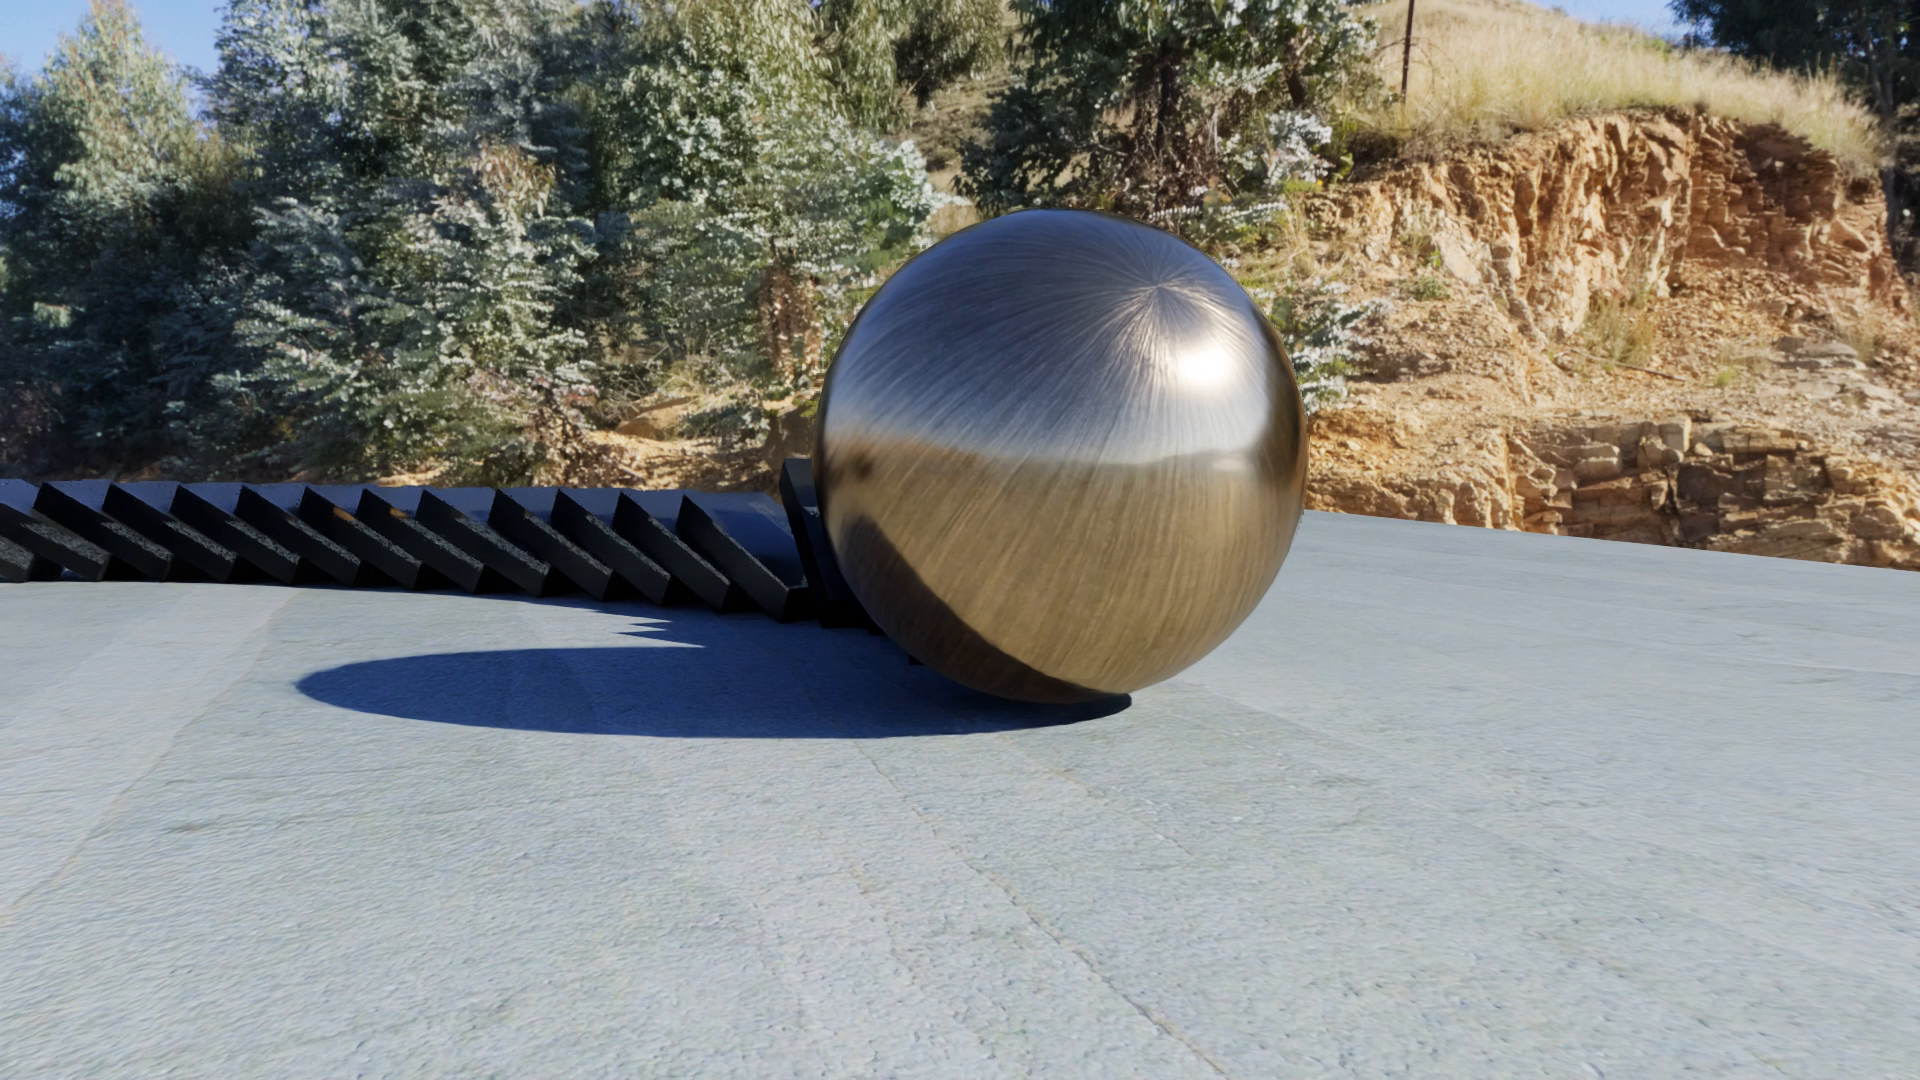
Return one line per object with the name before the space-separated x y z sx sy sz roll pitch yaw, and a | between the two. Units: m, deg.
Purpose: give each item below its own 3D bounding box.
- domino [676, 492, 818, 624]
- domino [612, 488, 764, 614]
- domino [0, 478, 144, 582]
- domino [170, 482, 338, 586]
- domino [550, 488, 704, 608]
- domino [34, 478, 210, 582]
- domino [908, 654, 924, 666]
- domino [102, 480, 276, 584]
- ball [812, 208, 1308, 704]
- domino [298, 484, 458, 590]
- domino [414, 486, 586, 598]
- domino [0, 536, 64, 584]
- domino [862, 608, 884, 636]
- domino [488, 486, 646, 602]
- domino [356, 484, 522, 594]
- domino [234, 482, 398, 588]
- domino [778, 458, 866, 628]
domino | -0.048 0.003 0.326 0.025 0.010 0.050 -4 31 -44
domino | -0.067 0.002 0.341 0.050 0.010 0.025 34 24 34
domino | -0.286 -0.003 0.406 0.050 0.009 0.025 27 4 -1
domino | -0.217 -0.003 0.401 0.050 0.009 0.025 27 11 13
domino | -0.087 0.001 0.354 0.050 0.010 0.025 32 21 30
domino | -0.263 -0.004 0.408 0.050 0.010 0.025 28 9 7
domino | 0.000 0.002 0.262 0.025 0.009 0.050 -1 48 -10
domino | -0.240 -0.003 0.405 0.050 0.009 0.025 27 10 10
ball | 0.016 -0.013 0.211 0.080 0.080 0.080 0 4 0
domino | -0.172 -0.002 0.390 0.050 0.009 0.025 28 14 19
domino | -0.130 0.000 0.373 0.050 0.009 0.025 28 15 20
domino | -0.309 -0.003 0.399 0.050 0.009 0.025 28 -1 -11
domino | -0.014 -0.001 0.302 0.025 0.010 0.050 -2 49 -22
domino | -0.107 0.000 0.365 0.050 0.009 0.025 31 19 26
domino | -0.151 -0.001 0.381 0.050 0.010 0.025 28 15 19
domino | -0.195 -0.002 0.396 0.050 0.010 0.025 28 13 16
domino | -0.026 0.000 0.314 0.025 0.009 0.050 -2 44 -22
